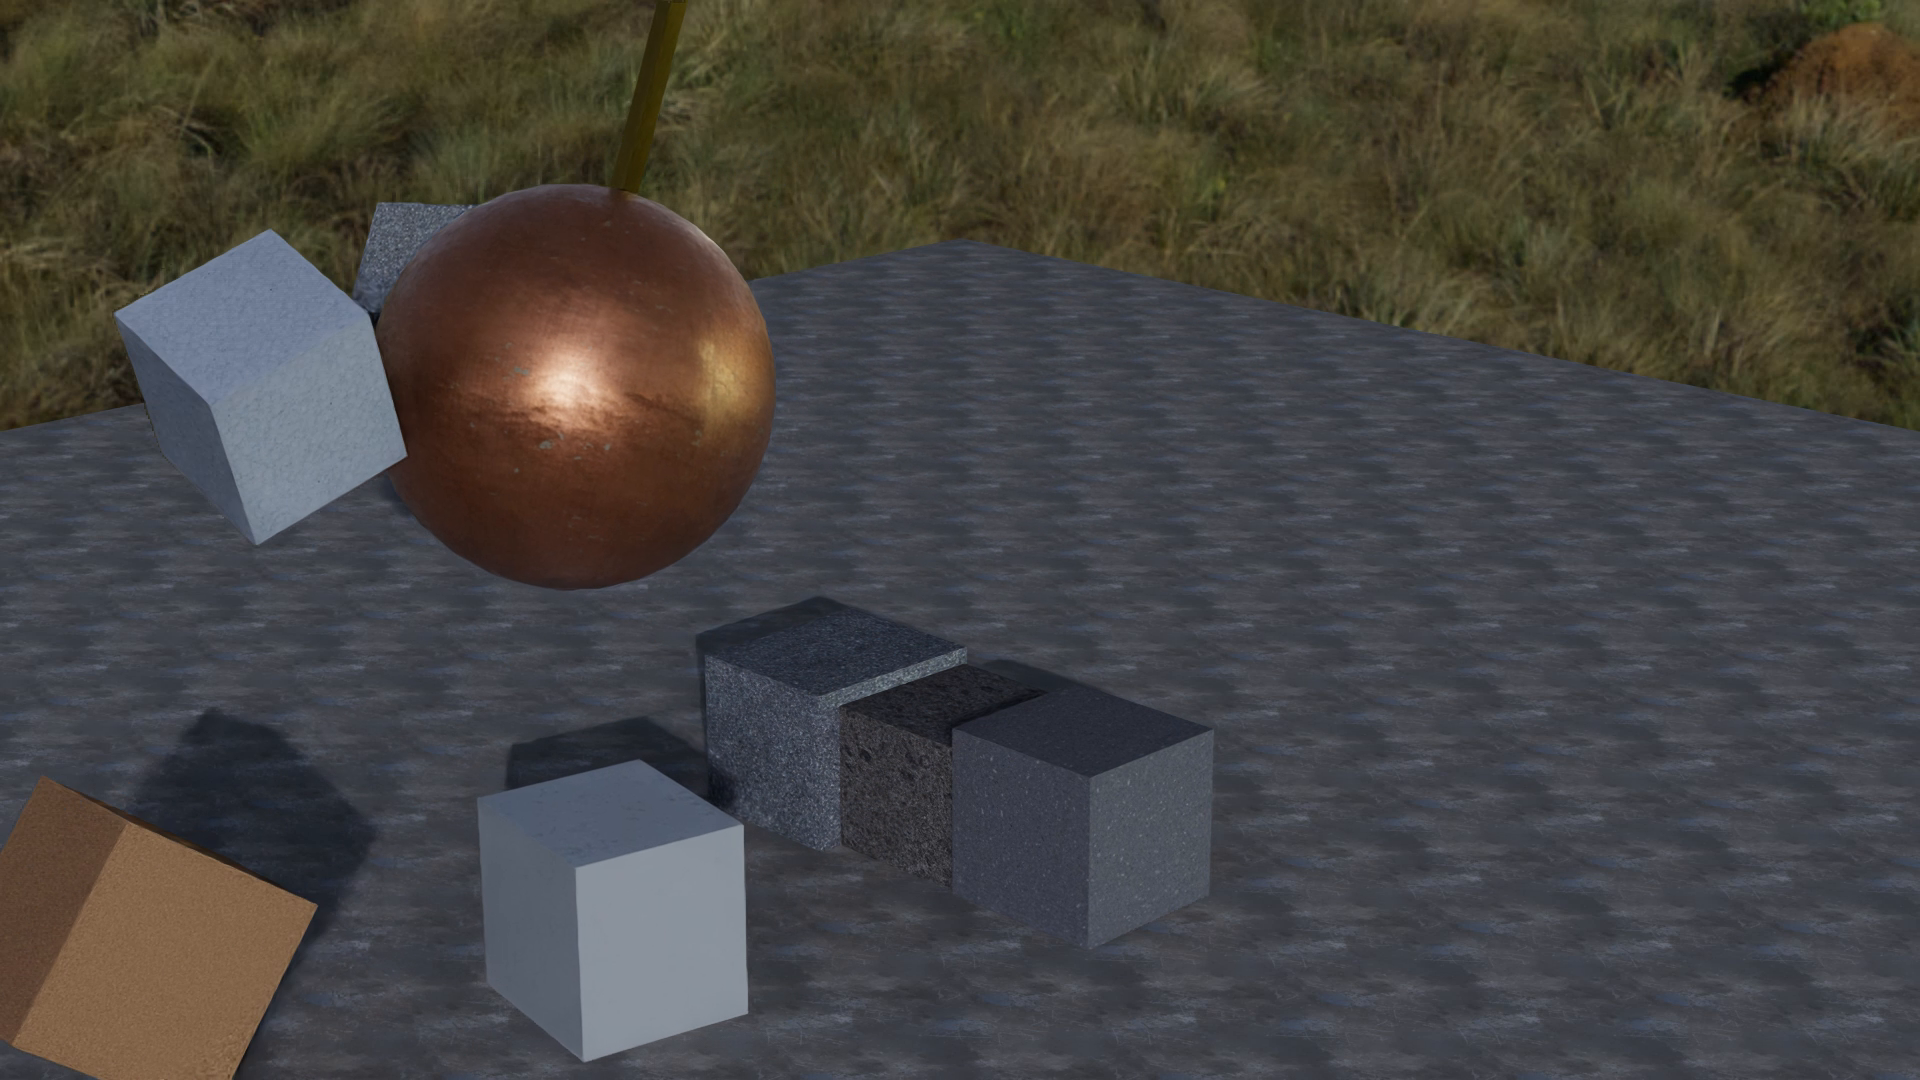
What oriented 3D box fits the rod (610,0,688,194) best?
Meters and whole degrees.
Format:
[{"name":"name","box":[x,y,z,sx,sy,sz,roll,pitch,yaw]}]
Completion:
[{"name":"rod","box":[-0.660,-3.887,11.428,0.080,5.200,0.080,17,3,42]}]

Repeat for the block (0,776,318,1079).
[{"name":"block","box":[-3.184,1.550,11.191,0.766,0.891,0.891,14,-15,48]}]

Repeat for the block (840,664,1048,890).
[{"name":"block","box":[0.000,1.095,13.698,0.821,0.697,0.761,-17,24,-42]}]

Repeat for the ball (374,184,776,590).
[{"name":"ball","box":[-1.524,-0.601,11.555,1.600,1.600,1.600,0,17,0]}]

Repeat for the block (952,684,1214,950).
[{"name":"block","box":[0.545,1.220,13.117,0.830,0.807,0.809,17,24,42]}]

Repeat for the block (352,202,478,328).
[{"name":"block","box":[-2.213,-1.085,12.602,0.519,0.521,0.543,3,-21,21]}]

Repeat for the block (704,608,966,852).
[{"name":"block","box":[-0.593,0.901,14.184,0.961,0.776,0.811,-17,24,-42]}]

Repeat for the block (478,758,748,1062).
[{"name":"block","box":[-1.437,1.512,12.125,0.763,0.845,0.867,-12,21,-33]}]

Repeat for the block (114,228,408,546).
[{"name":"block","box":[-2.513,-0.556,10.582,0.652,0.699,0.657,-34,53,-25]}]
